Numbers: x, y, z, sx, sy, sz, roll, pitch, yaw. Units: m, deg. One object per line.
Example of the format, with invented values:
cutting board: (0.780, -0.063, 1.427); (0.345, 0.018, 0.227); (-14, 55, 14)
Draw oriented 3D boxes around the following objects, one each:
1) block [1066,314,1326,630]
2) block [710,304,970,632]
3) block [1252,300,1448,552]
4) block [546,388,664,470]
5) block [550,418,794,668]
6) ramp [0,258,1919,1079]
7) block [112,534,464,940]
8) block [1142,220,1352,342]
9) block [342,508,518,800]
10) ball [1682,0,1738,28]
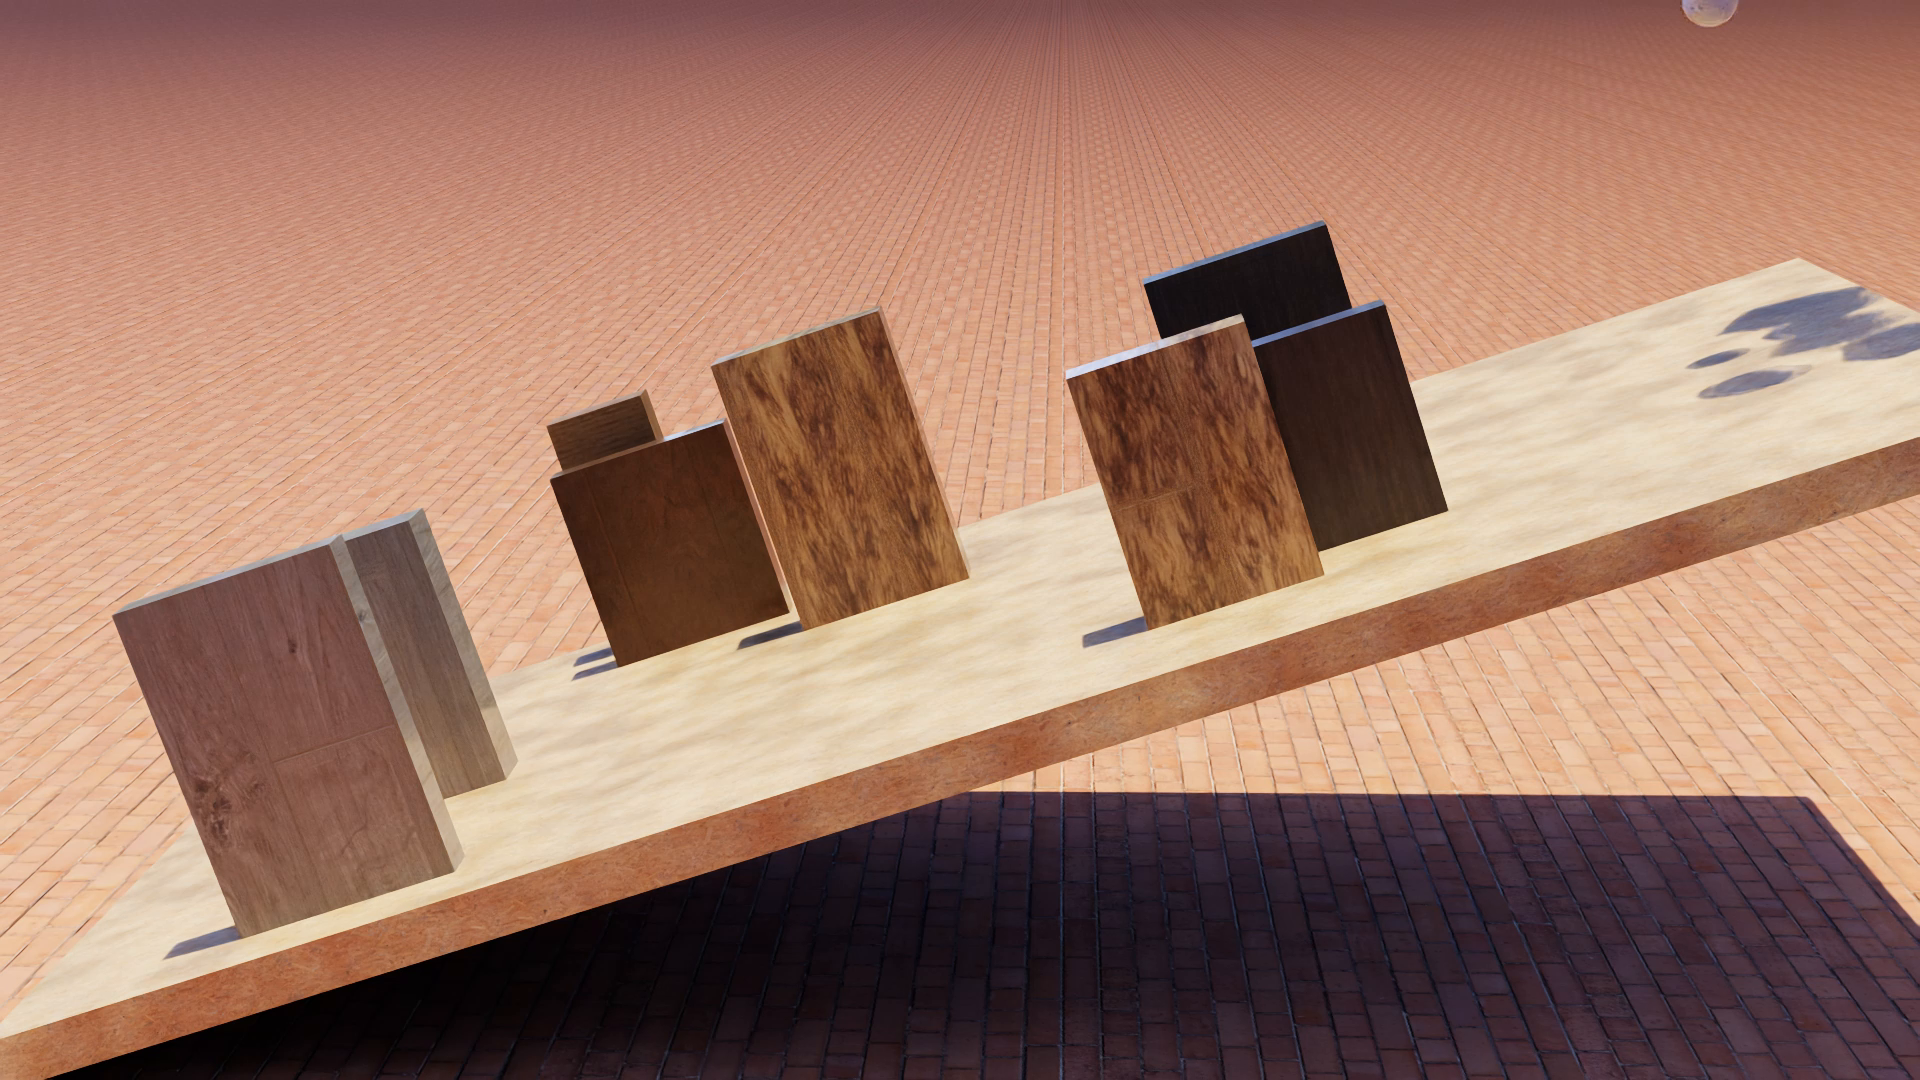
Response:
block: (0.449, -0.129, 5.621); (0.351, 0.512, 0.110); (-18, 11, 6)
block: (-0.266, -0.162, 6.667); (0.397, 0.641, 0.111); (-18, 11, 6)
block: (0.697, -0.202, 5.788); (0.410, 0.429, 0.083); (-18, 11, 6)
block: (-0.783, -0.048, 7.134); (0.240, 0.584, 0.105); (-18, 11, 6)
block: (-0.681, 0.007, 6.968); (0.433, 0.479, 0.084); (-18, 11, 6)
ramp: (0.105, 0.181, 6.307); (4.000, 0.100, 2.000); (-18, 11, 6)
block: (-1.275, 0.377, 5.604); (0.440, 0.671, 0.099); (-18, 11, 6)
block: (0.672, -0.367, 6.363); (0.408, 0.539, 0.099); (-18, 11, 6)
block: (-1.245, 0.281, 6.257); (0.411, 0.589, 0.141); (-18, 11, 6)
ball: (1.557, -1.123, 6.107); (0.115, 0.115, 0.115); (0, 12, 0)
